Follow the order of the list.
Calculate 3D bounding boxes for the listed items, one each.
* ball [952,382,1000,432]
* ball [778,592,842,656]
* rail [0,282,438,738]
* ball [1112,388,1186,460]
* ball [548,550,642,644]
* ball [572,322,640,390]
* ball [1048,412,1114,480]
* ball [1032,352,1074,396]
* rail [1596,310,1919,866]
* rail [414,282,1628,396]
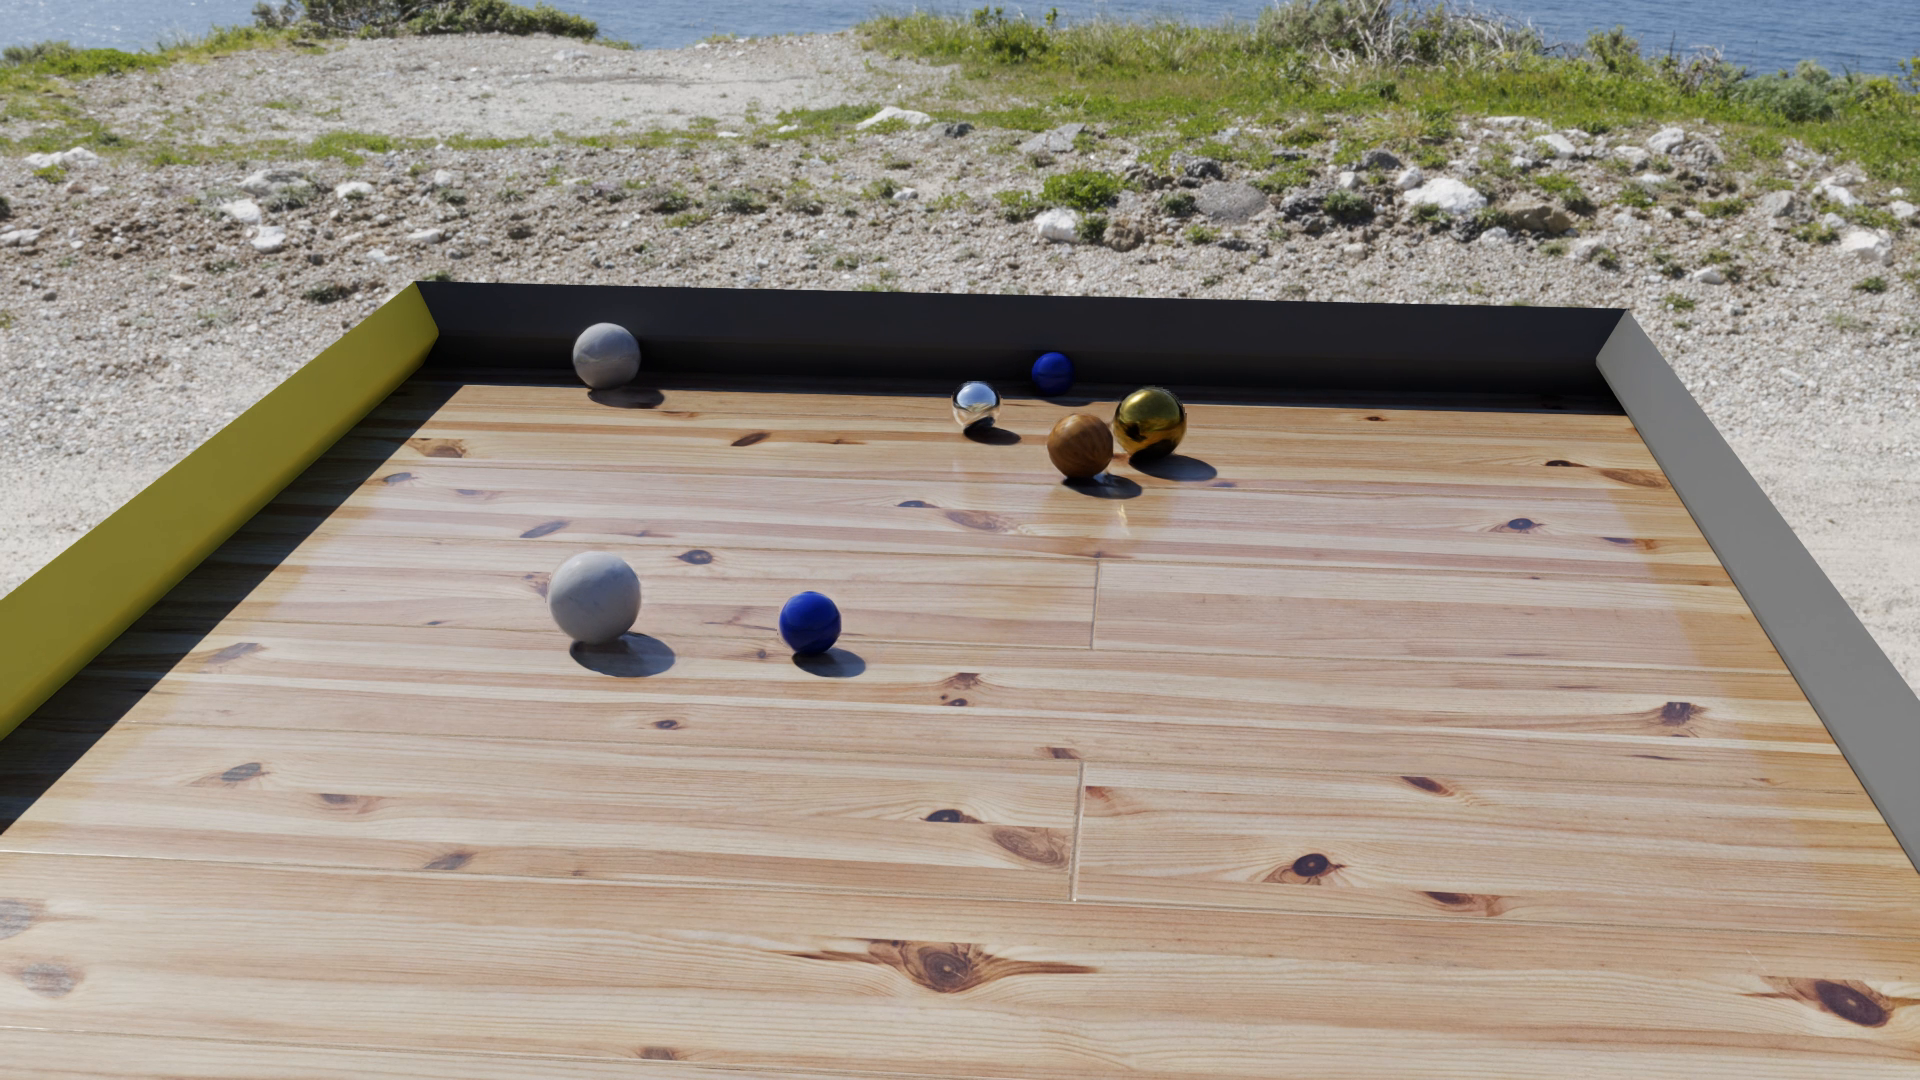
[{"bbox_3d":[0.022,-0.174,2.883,0.064,0.064,0.064,0,21,0],"label":"ball"},{"bbox_3d":[-0.151,0.084,2.209,0.064,0.064,0.064,0,21,0],"label":"ball"},{"bbox_3d":[-0.886,0.212,1.790,0.045,0.123,2.933,2,21,5],"label":"rail"},{"bbox_3d":[0.238,-0.146,2.772,0.091,0.091,0.091,0,21,0],"label":"ball"},{"bbox_3d":[-0.370,0.058,2.234,0.095,0.095,0.095,0,21,0],"label":"ball"},{"bbox_3d":[-0.490,-0.255,3.052,0.094,0.094,0.094,0,21,0],"label":"ball"},{"bbox_3d":[0.149,-0.116,2.706,0.082,0.082,0.082,0,21,0],"label":"ball"},{"bbox_3d":[0.128,-0.229,3.034,0.059,0.059,0.059,0,21,0],"label":"ball"},{"bbox_3d":[0.755,0.264,1.652,0.045,0.123,2.933,2,21,5],"label":"rail"},{"bbox_3d":[0.063,-0.276,3.063,1.695,0.123,0.045,2,21,5],"label":"rail"}]
